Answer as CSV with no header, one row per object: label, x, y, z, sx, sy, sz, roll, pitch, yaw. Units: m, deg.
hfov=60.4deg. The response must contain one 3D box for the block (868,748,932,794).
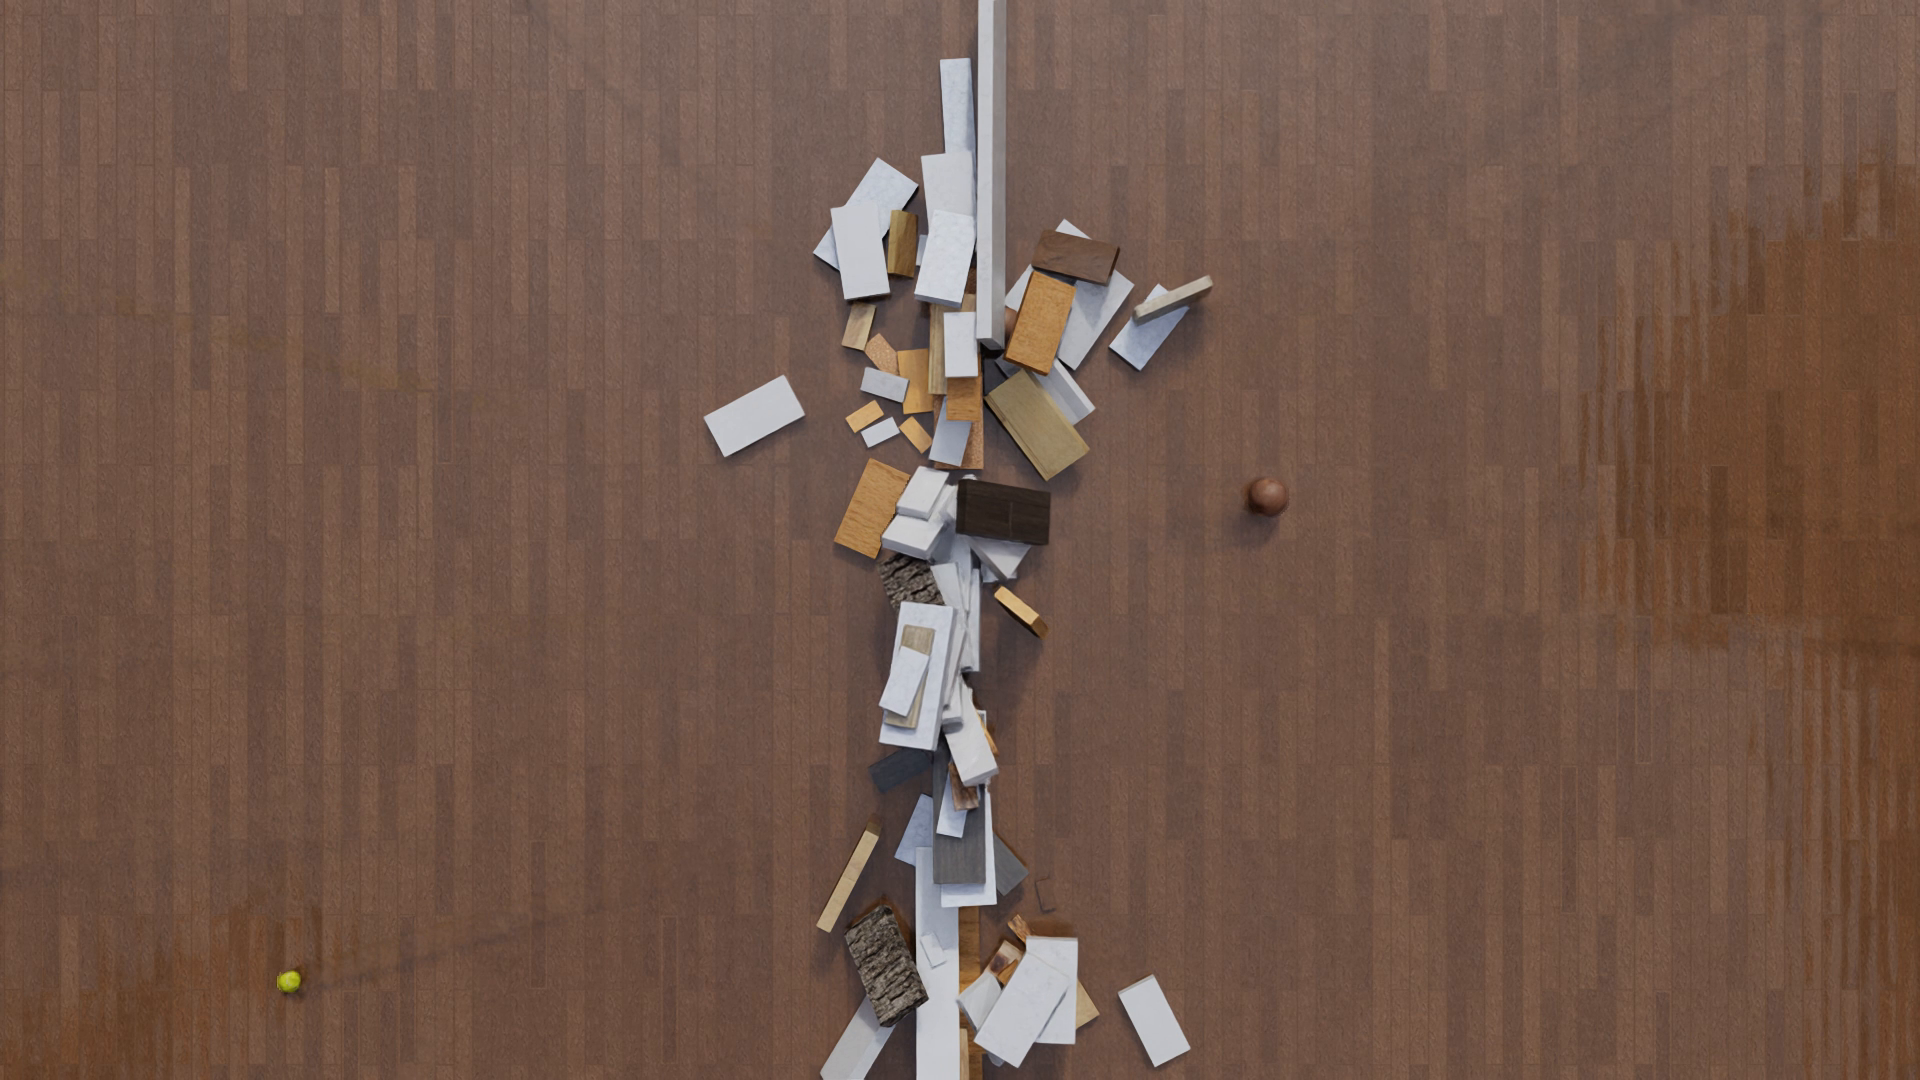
block,-0.199,0.755,5.486,0.195,0.028,0.098,-28,90,0

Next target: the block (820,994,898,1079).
block,-0.297,1.604,5.411,0.049,0.174,0.457,31,90,-26

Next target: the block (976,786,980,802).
block,0.018,0.713,5.246,0.076,0.022,0.240,-1,64,-5

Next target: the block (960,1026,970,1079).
block,-0.030,1.722,5.417,0.118,0.034,0.237,-3,90,0

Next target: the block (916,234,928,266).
block,-0.039,-0.949,5.486,0.203,0.029,0.101,8,90,0

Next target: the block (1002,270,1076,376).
block,0.258,-0.700,5.334,0.152,0.043,0.304,20,79,-12

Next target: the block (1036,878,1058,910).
block,0.288,1.179,5.493,0.050,0.014,0.099,-14,90,0

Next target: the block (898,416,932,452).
block,-0.144,-0.350,5.492,0.058,0.016,0.116,-41,90,0

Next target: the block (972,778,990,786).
block,0.046,0.704,5.199,0.076,0.022,0.152,-6,47,-8

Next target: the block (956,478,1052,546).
block,0.144,-0.089,5.368,0.347,0.049,0.173,8,81,-36

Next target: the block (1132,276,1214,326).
block,0.694,-0.781,5.395,0.264,0.132,0.037,-23,83,0

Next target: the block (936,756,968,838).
block,-0.007,0.798,5.266,0.083,0.023,0.293,11,77,0

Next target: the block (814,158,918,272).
block,-0.312,-1.062,5.477,0.163,0.046,0.381,34,90,0

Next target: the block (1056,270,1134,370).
block,0.405,-0.752,5.447,0.172,0.049,0.344,35,91,-19

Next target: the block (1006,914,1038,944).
block,0.208,1.298,5.493,0.050,0.014,0.099,-42,90,0

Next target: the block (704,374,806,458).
block,-0.681,-0.410,5.479,0.301,0.043,0.150,-28,90,0

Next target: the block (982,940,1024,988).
block,0.219,1.454,5.445,0.266,0.038,0.133,34,96,3

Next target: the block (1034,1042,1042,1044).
block,0.210,1.591,5.458,0.023,0.083,0.166,-37,90,-27

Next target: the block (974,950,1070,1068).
block,0.201,1.515,5.331,0.167,0.047,0.334,31,92,2

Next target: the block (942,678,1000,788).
block,0.005,0.588,5.216,0.118,0.033,0.424,-23,47,0

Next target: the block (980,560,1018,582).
block,0.118,0.017,5.453,0.118,0.034,0.237,-7,90,-34

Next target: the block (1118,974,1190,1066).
block,0.645,1.597,5.481,0.133,0.038,0.266,-27,90,0

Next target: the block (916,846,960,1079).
block,-0.072,1.491,5.393,0.139,0.039,0.963,0,84,0

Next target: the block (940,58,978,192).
block,0.002,-1.308,5.486,0.101,0.029,0.577,-3,90,0

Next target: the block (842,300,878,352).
block,-0.334,-0.710,5.477,0.078,0.022,0.156,14,85,8

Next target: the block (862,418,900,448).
block,-0.265,-0.358,5.492,0.116,0.016,0.058,-26,90,0

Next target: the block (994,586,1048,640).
block,0.201,0.237,5.332,0.152,0.304,0.043,38,86,15

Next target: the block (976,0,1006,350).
block,0.103,-1.235,5.347,0.049,0.172,1.222,-1,84,16

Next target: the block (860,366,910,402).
block,-0.247,-0.514,5.459,0.156,0.022,0.078,18,104,17

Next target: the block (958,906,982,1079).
block,0.018,1.815,5.484,0.115,0.033,1.634,-1,90,0

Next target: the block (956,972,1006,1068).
block,0.108,1.572,5.413,0.139,0.039,0.278,-35,107,-25

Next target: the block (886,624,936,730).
block,-0.151,0.420,5.078,0.098,0.028,0.310,7,81,20

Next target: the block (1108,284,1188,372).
block,0.627,-0.705,5.481,0.132,0.037,0.264,38,90,0

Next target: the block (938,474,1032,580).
block,0.085,-0.041,5.381,0.327,0.046,0.163,48,60,-23

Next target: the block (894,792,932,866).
block,-0.120,0.969,5.484,0.115,0.033,0.230,23,90,0

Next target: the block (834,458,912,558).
block,-0.289,-0.105,5.479,0.150,0.043,0.301,24,90,0

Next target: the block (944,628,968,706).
block,-0.063,0.390,5.176,0.118,0.034,0.237,11,82,21

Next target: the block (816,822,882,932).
block,-0.363,1.103,5.413,0.049,0.174,0.347,27,90,0

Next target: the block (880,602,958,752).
block,-0.127,0.421,5.111,0.173,0.049,0.443,5,80,20

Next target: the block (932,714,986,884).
block,-0.004,0.828,5.296,0.167,0.047,0.537,0,77,-2

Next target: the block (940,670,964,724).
block,-0.077,0.433,5.238,0.157,0.044,0.313,-10,62,11
